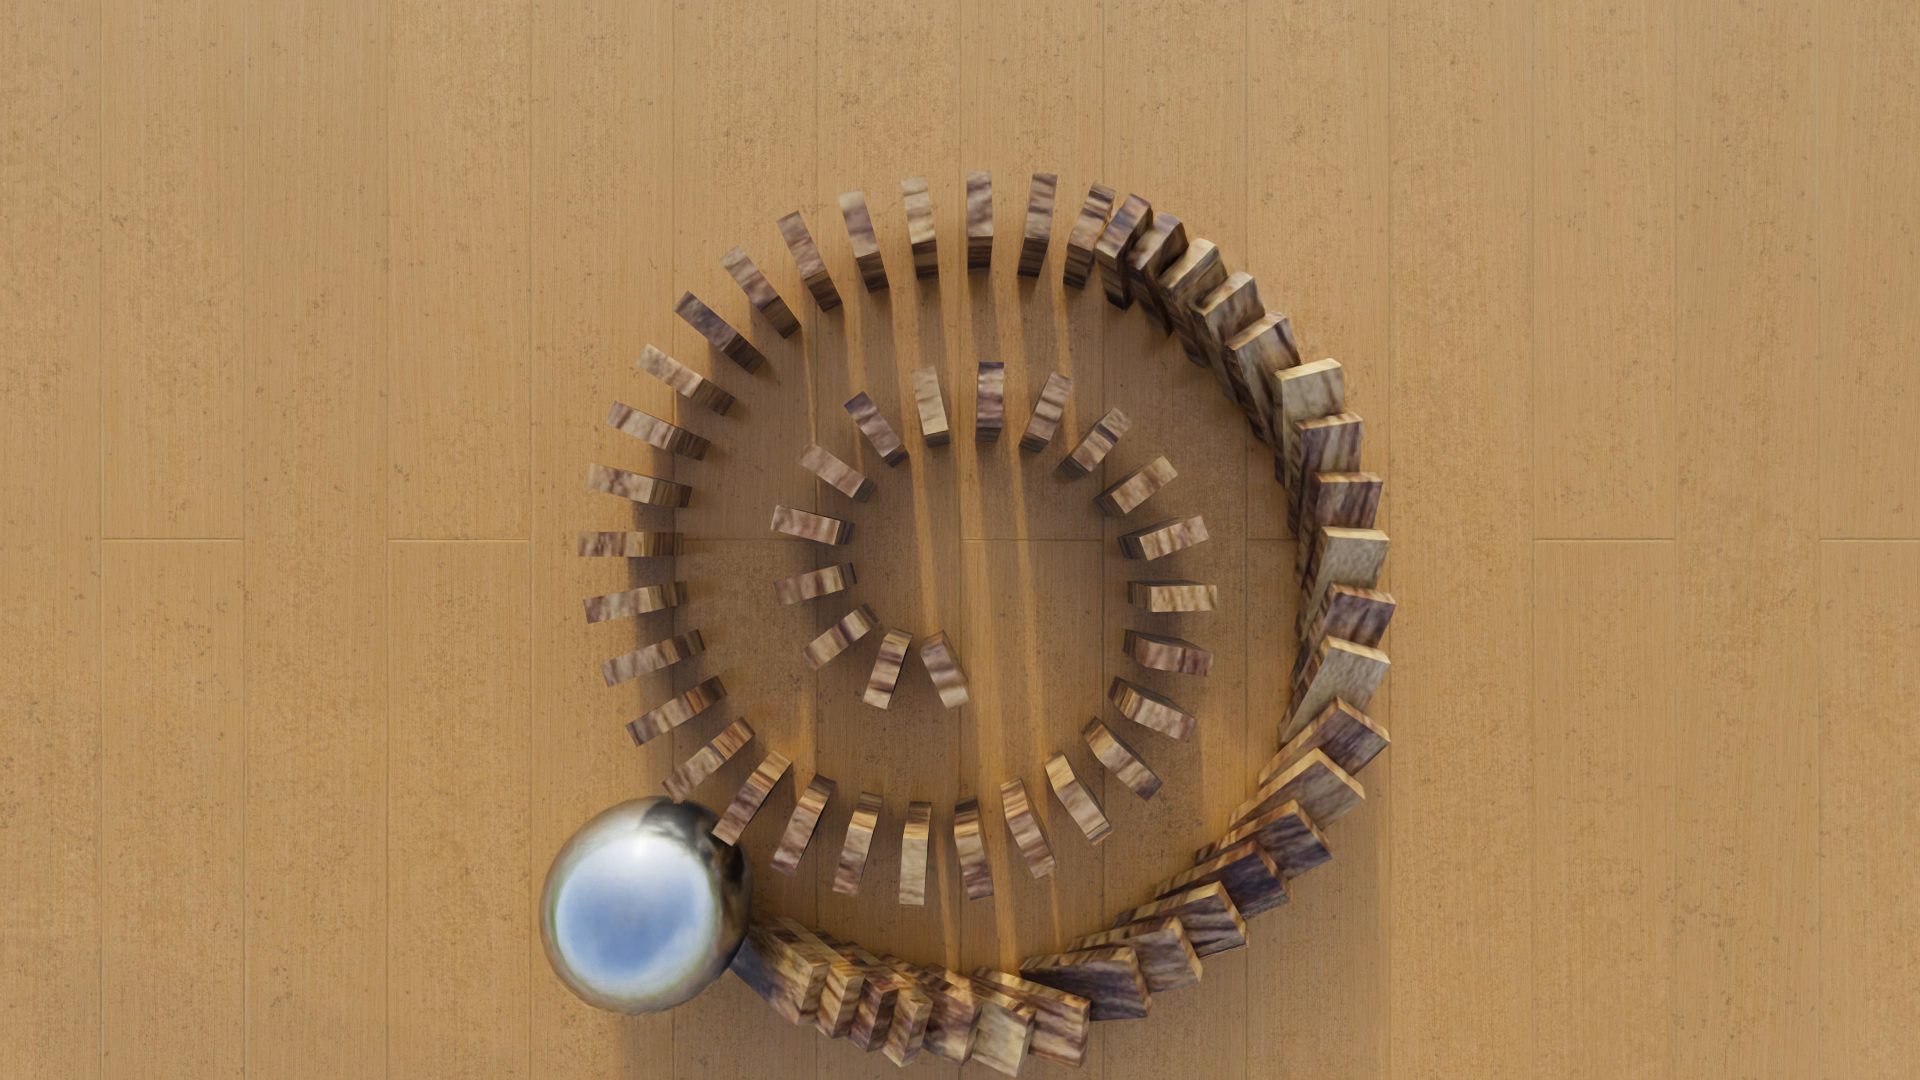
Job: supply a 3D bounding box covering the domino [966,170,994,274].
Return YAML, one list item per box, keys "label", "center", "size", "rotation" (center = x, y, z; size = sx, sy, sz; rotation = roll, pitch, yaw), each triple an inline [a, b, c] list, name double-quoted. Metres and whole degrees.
- label: "domino"
  center: [0.008, -0.129, 0.375]
  size: [0.009, 0.050, 0.025]
  rotation: [-2, 90, 0]

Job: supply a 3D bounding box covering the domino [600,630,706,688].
- label: "domino"
  center: [-0.124, 0.048, 0.375]
  size: [0.025, 0.050, 0.009]
  rotation: [-20, 90, 0]

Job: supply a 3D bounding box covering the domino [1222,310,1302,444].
- label: "domino"
  center: [0.129, -0.067, 0.382]
  size: [0.025, 0.010, 0.050]
  rotation: [-33, 124, 0]

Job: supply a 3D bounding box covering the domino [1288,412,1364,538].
- label: "domino"
  center: [0.153, -0.027, 0.384]
  size: [0.025, 0.010, 0.050]
  rotation: [-8, 119, 0]

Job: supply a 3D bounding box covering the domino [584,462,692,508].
- label: "domino"
  center: [-0.130, -0.022, 0.375]
  size: [0.025, 0.050, 0.009]
  rotation: [15, 90, 0]

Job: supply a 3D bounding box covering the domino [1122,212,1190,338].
- label: "domino"
  center: [0.084, -0.108, 0.376]
  size: [0.010, 0.050, 0.025]
  rotation: [39, 90, 32]

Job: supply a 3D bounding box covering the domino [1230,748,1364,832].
- label: "domino"
  center: [0.141, 0.112, 0.385]
  size: [0.025, 0.010, 0.050]
  rotation: [41, 116, 0]

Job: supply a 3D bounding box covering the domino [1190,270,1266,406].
- label: "domino"
  center: [0.116, -0.083, 0.380]
  size: [0.025, 0.010, 0.050]
  rotation: [-38, 129, 0]

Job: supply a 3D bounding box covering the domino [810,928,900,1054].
- label: "domino"
  center: [-0.049, 0.186, 0.380]
  size: [0.050, 0.010, 0.025]
  rotation: [16, 90, 40]

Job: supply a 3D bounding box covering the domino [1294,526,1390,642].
- label: "domino"
  center: [0.160, 0.020, 0.385]
  size: [0.025, 0.009, 0.050]
  rotation: [4, 116, 0]

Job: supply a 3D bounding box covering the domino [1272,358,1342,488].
- label: "domino"
  center: [0.145, -0.048, 0.383]
  size: [0.025, 0.009, 0.050]
  rotation: [-14, 120, 0]

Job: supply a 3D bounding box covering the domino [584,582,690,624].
- label: "domino"
  center: [-0.131, 0.025, 0.375]
  size: [0.025, 0.050, 0.010]
  rotation: [-11, 90, 0]

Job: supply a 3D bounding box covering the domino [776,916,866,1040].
- label: "domino"
  center: [-0.063, 0.180, 0.380]
  size: [0.050, 0.010, 0.025]
  rotation: [16, 90, 40]

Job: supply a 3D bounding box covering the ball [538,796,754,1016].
- label: "ball"
  center: [-0.122, 0.142, 0.360]
  size: [0.080, 0.080, 0.080]
  rotation: [0, 90, 0]

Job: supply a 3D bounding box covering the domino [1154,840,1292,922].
- label: "domino"
  center: [0.110, 0.148, 0.385]
  size: [0.050, 0.009, 0.025]
  rotation: [-37, 90, 25]

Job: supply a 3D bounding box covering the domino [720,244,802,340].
- label: "domino"
  center: [-0.081, -0.100, 0.375]
  size: [0.010, 0.050, 0.025]
  rotation: [-39, 90, 0]

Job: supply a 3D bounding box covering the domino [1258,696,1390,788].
- label: "domino"
  center: [0.152, 0.092, 0.385]
  size: [0.025, 0.010, 0.050]
  rotation: [34, 116, 0]

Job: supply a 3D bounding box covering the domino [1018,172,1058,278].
- label: "domino"
  center: [0.031, -0.128, 0.375]
  size: [0.009, 0.050, 0.025]
  rotation: [7, 90, 0]

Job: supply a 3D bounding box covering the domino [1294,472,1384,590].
- label: "domino"
  center: [0.158, -0.004, 0.384]
  size: [0.025, 0.009, 0.050]
  rotation: [0, 117, 0]

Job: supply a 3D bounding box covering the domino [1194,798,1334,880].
- label: "domino"
  center: [0.127, 0.132, 0.385]
  size: [0.050, 0.009, 0.025]
  rotation: [-40, 90, 25]

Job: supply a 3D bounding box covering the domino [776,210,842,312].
- label: "domino"
  center: [-0.061, -0.113, 0.375]
  size: [0.009, 0.050, 0.025]
  rotation: [-25, 90, 0]

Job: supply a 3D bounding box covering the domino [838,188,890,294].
- label: "domino"
  center: [-0.039, -0.121, 0.375]
  size: [0.009, 0.050, 0.025]
  rotation: [-16, 90, 0]

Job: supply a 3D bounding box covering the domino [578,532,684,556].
- label: "domino"
  center: [-0.133, 0.002, 0.375]
  size: [0.025, 0.050, 0.009]
  rotation: [0, 90, 0]

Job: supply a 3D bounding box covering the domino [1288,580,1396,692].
- label: "domino"
  center: [0.160, 0.043, 0.385]
  size: [0.025, 0.010, 0.050]
  rotation: [12, 116, 0]

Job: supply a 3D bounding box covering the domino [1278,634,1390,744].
- label: "domino"
  center: [0.156, 0.066, 0.385]
  size: [0.025, 0.010, 0.050]
  rotation: [16, 116, 0]

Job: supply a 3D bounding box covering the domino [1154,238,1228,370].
- label: "domino"
  center: [0.100, -0.097, 0.378]
  size: [0.025, 0.050, 0.010]
  rotation: [-44, 47, 0]

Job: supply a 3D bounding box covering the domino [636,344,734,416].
- label: "domino"
  center: [-0.111, -0.065, 0.375]
  size: [0.025, 0.050, 0.010]
  rotation: [32, 90, 0]

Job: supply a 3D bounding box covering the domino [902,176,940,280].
- label: "domino"
  center: [-0.016, -0.126, 0.375]
  size: [0.010, 0.050, 0.025]
  rotation: [-9, 90, 0]

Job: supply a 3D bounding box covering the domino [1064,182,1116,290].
- label: "domino"
  center: [0.052, -0.123, 0.375]
  size: [0.009, 0.050, 0.025]
  rotation: [23, 90, 5]

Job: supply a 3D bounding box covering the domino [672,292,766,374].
- label: "domino"
  center: [-0.097, -0.084, 0.375]
  size: [0.025, 0.050, 0.010]
  rotation: [40, 90, 0]

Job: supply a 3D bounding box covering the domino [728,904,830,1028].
- label: "domino"
  center: [-0.077, 0.175, 0.380]
  size: [0.050, 0.010, 0.025]
  rotation: [16, 90, 40]

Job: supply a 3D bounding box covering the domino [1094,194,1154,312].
- label: "domino"
  center: [0.069, -0.116, 0.375]
  size: [0.009, 0.050, 0.025]
  rotation: [34, 90, 19]

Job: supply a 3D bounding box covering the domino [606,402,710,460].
- label: "domino"
  center: [-0.122, -0.044, 0.375]
  size: [0.025, 0.050, 0.010]
  rotation: [24, 90, 0]
